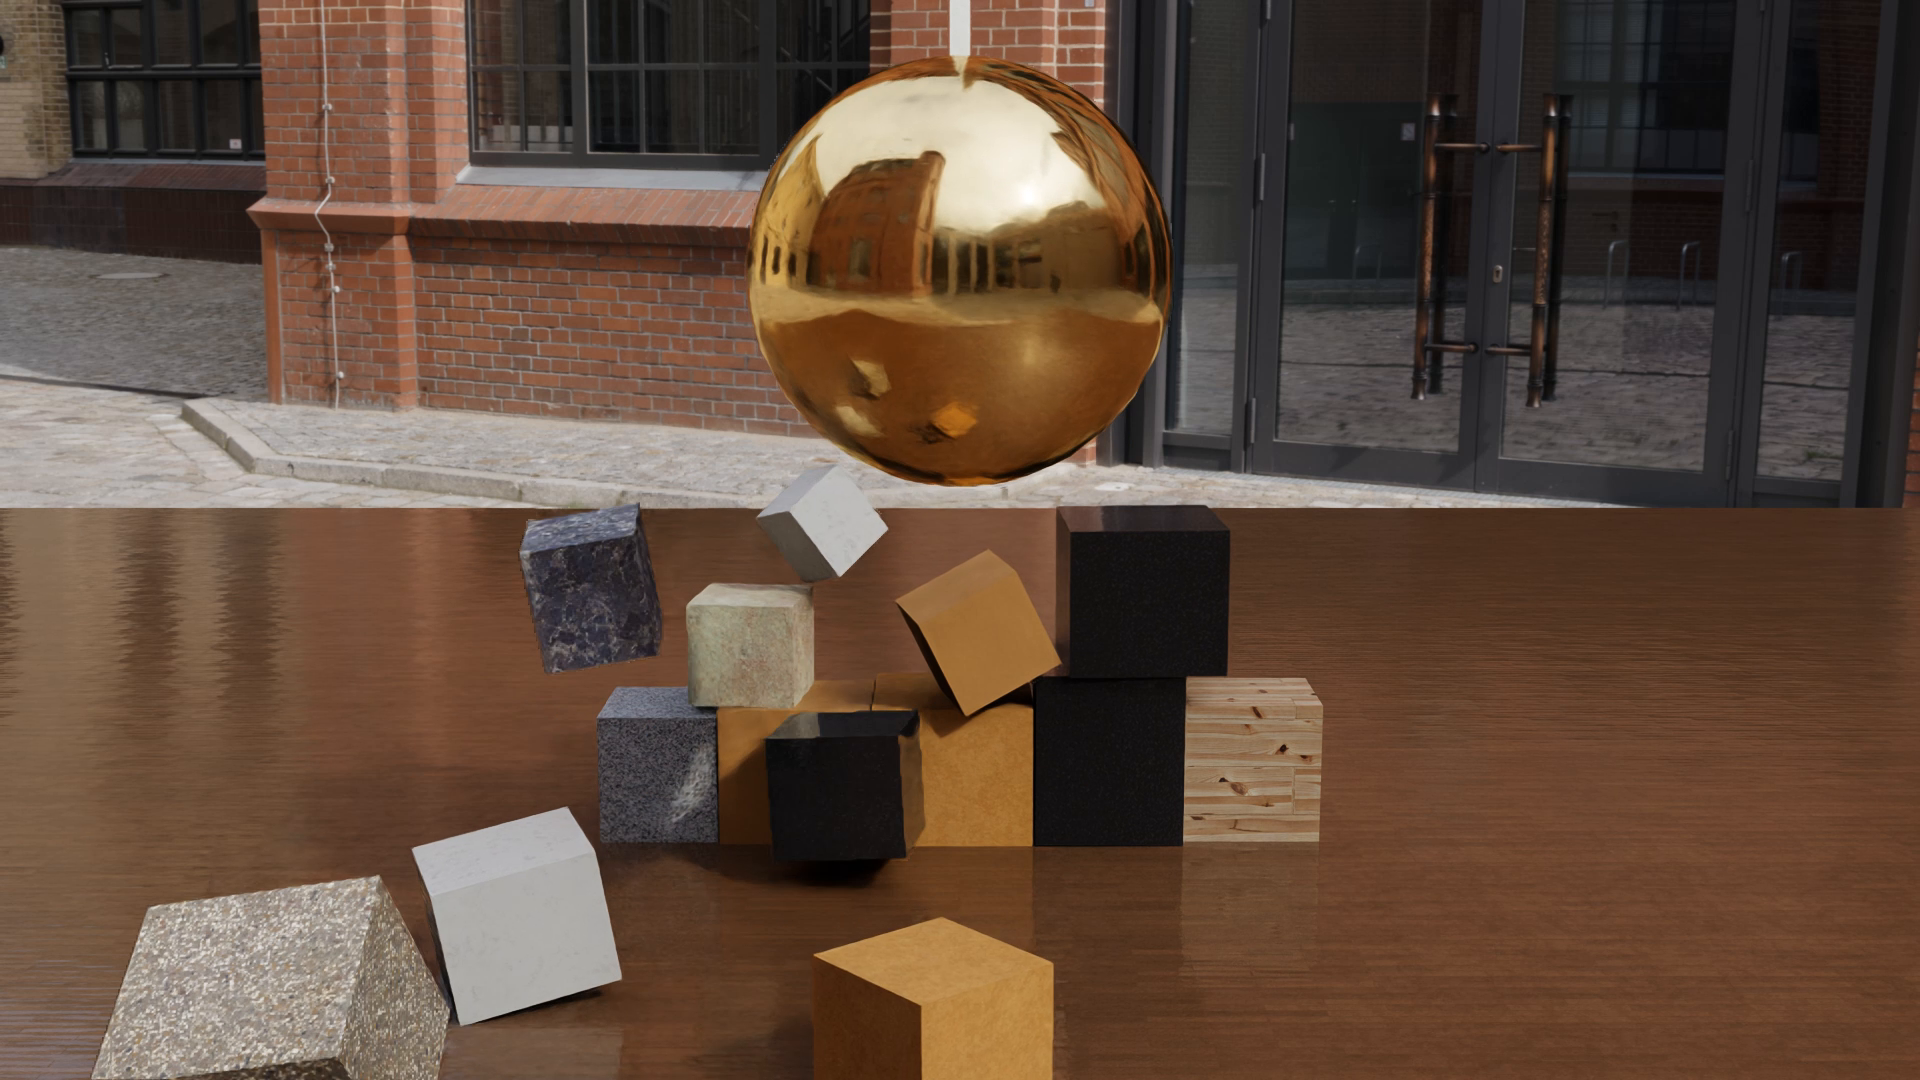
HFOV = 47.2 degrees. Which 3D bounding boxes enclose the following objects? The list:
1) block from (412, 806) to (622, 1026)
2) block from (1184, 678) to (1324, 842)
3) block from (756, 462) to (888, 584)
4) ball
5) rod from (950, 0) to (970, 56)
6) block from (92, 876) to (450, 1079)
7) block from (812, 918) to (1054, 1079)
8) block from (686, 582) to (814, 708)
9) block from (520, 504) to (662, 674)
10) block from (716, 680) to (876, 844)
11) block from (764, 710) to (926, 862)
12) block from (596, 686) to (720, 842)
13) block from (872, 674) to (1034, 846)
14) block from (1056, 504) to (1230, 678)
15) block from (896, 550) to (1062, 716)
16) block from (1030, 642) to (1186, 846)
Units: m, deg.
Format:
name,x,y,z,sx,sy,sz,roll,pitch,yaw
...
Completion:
name,x,y,z,sx,sy,sz,roll,pitch,yaw
block,-1.850,1.551,9.153,0.669,0.568,0.642,-14,14,-18
block,1.476,1.129,11.380,0.691,0.708,0.582,0,10,0
block,-0.708,-0.085,11.258,0.391,0.435,0.367,-45,18,-28
ball,0.000,-0.998,8.242,1.600,1.600,1.600,0,10,0
rod,0.000,-4.257,9.212,0.080,5.200,0.080,0,-17,0
block,-2.237,1.671,7.245,0.801,0.731,0.727,-8,40,5
block,-0.098,1.802,7.824,0.600,0.656,0.611,-9,13,-40
block,-1.068,0.537,11.288,0.540,0.521,0.550,1,10,7
block,-1.574,0.205,9.447,0.481,0.547,0.434,-10,19,-2
block,-0.833,1.139,11.367,0.764,0.692,0.646,0,10,0
block,-0.541,1.172,10.567,0.631,0.583,0.647,-3,6,7
block,-1.522,1.155,11.391,0.598,0.652,0.640,0,10,0
block,-0.037,1.126,11.384,0.804,0.711,0.749,0,10,0
block,0.915,0.250,11.214,0.786,0.736,0.773,-1,10,-3
block,0.086,0.459,11.040,0.547,0.533,0.551,-29,16,-7
block,0.750,1.042,11.374,0.745,0.880,0.768,0,10,0
